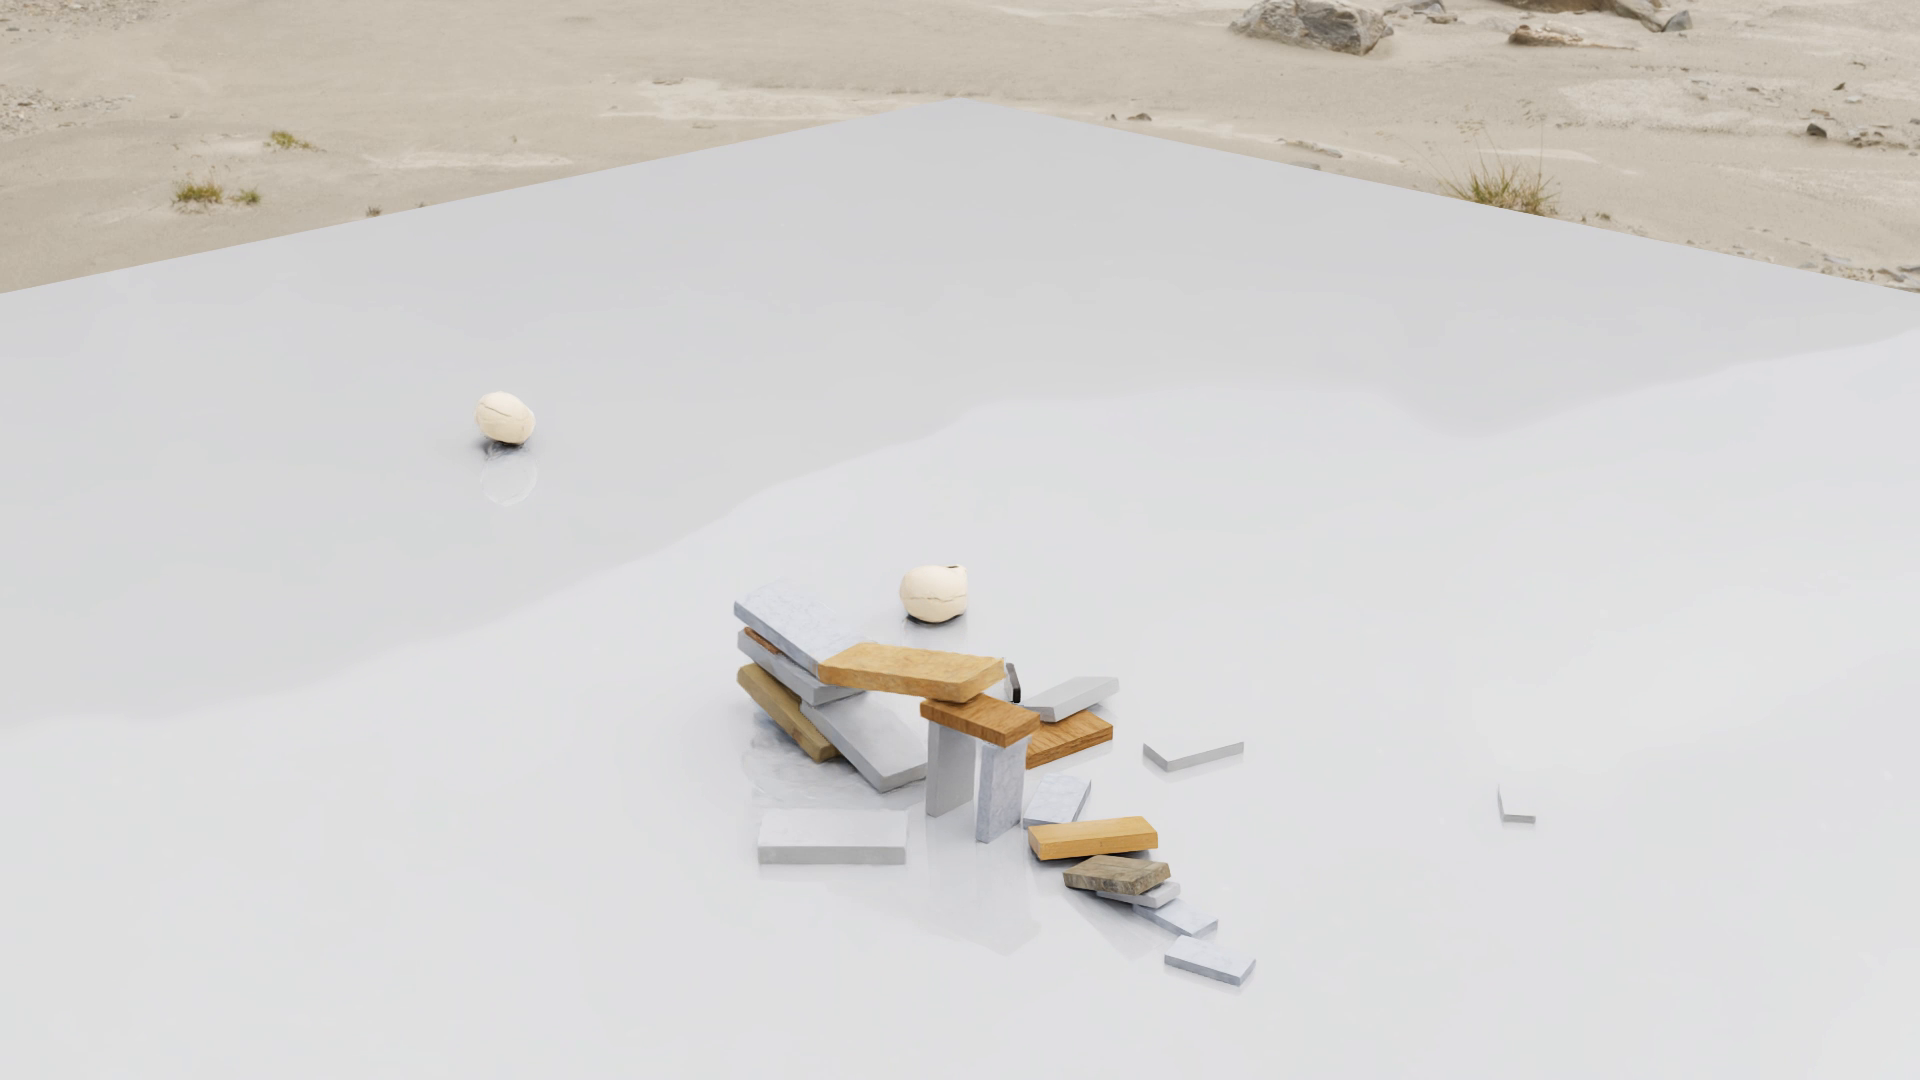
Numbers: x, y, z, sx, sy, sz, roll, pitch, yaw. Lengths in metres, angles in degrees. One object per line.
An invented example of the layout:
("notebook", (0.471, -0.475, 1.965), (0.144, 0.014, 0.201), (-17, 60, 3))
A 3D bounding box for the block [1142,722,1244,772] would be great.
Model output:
("block", (0.498, 0.442, 4.685), (0.193, 0.027, 0.096), (-12, 26, -25))

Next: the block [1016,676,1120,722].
("block", (0.235, 0.349, 4.833), (0.117, 0.033, 0.233), (-2, 12, 42))

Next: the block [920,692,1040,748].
("block", (0.039, 0.346, 4.340), (0.218, 0.031, 0.109), (17, 28, 37))

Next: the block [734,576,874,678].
("block", (-0.337, 0.189, 4.744), (0.287, 0.041, 0.144), (34, 43, 29))

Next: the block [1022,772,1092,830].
("block", (0.198, 0.535, 4.464), (0.096, 0.027, 0.193), (6, 24, 15))

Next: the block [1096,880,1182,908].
("block", (0.335, 0.658, 4.139), (0.147, 0.021, 0.073), (4, 18, 44))

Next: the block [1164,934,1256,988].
("block", (0.449, 0.756, 3.953), (0.147, 0.021, 0.073), (13, 26, 27))

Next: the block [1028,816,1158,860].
("block", (0.259, 0.583, 4.310), (0.233, 0.033, 0.117), (-4, 10, -10))

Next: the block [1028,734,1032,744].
("block", (0.095, 0.407, 4.694), (0.063, 0.018, 0.126), (-11, 25, -25))

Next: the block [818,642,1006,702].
("block", (-0.102, 0.268, 4.488), (0.375, 0.041, 0.144), (5, 20, 38))

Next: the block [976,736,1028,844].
("block", (0.083, 0.482, 4.345), (0.031, 0.218, 0.109), (22, 31, 32))

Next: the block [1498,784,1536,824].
("block", (1.133, 0.536, 4.475), (0.063, 0.018, 0.126), (3, 23, 7))

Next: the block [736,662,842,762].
("block", (-0.334, 0.355, 4.750), (0.148, 0.042, 0.295), (-18, 45, -38))

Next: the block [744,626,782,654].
("block", (-0.413, 0.211, 4.786), (0.057, 0.016, 0.113), (-18, 34, -36))

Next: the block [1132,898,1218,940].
("block", (0.400, 0.698, 4.089), (0.073, 0.021, 0.147), (-20, 30, -39))

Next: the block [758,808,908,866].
("block", (-0.248, 0.584, 4.332), (0.287, 0.041, 0.144), (0, 23, 1))

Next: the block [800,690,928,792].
("block", (-0.192, 0.409, 4.640), (0.148, 0.042, 0.295), (-16, 42, -37))

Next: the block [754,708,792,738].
("block", (-0.387, 0.393, 4.812), (0.061, 0.017, 0.121), (-21, 31, -41))

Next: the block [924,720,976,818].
("block", (-0.017, 0.443, 4.436), (0.109, 0.218, 0.031), (-21, 34, -41))

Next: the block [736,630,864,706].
("block", (-0.341, 0.260, 4.772), (0.148, 0.042, 0.295), (-14, 32, -36))

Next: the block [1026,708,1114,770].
("block", (0.201, 0.423, 4.721), (0.233, 0.033, 0.117), (-16, 28, -33))

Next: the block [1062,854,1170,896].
("block", (0.295, 0.632, 4.156), (0.096, 0.027, 0.193), (-20, 11, -38))

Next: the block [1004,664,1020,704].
("block", (0.118, 0.330, 4.901), (0.018, 0.063, 0.126), (-3, 23, -6))
